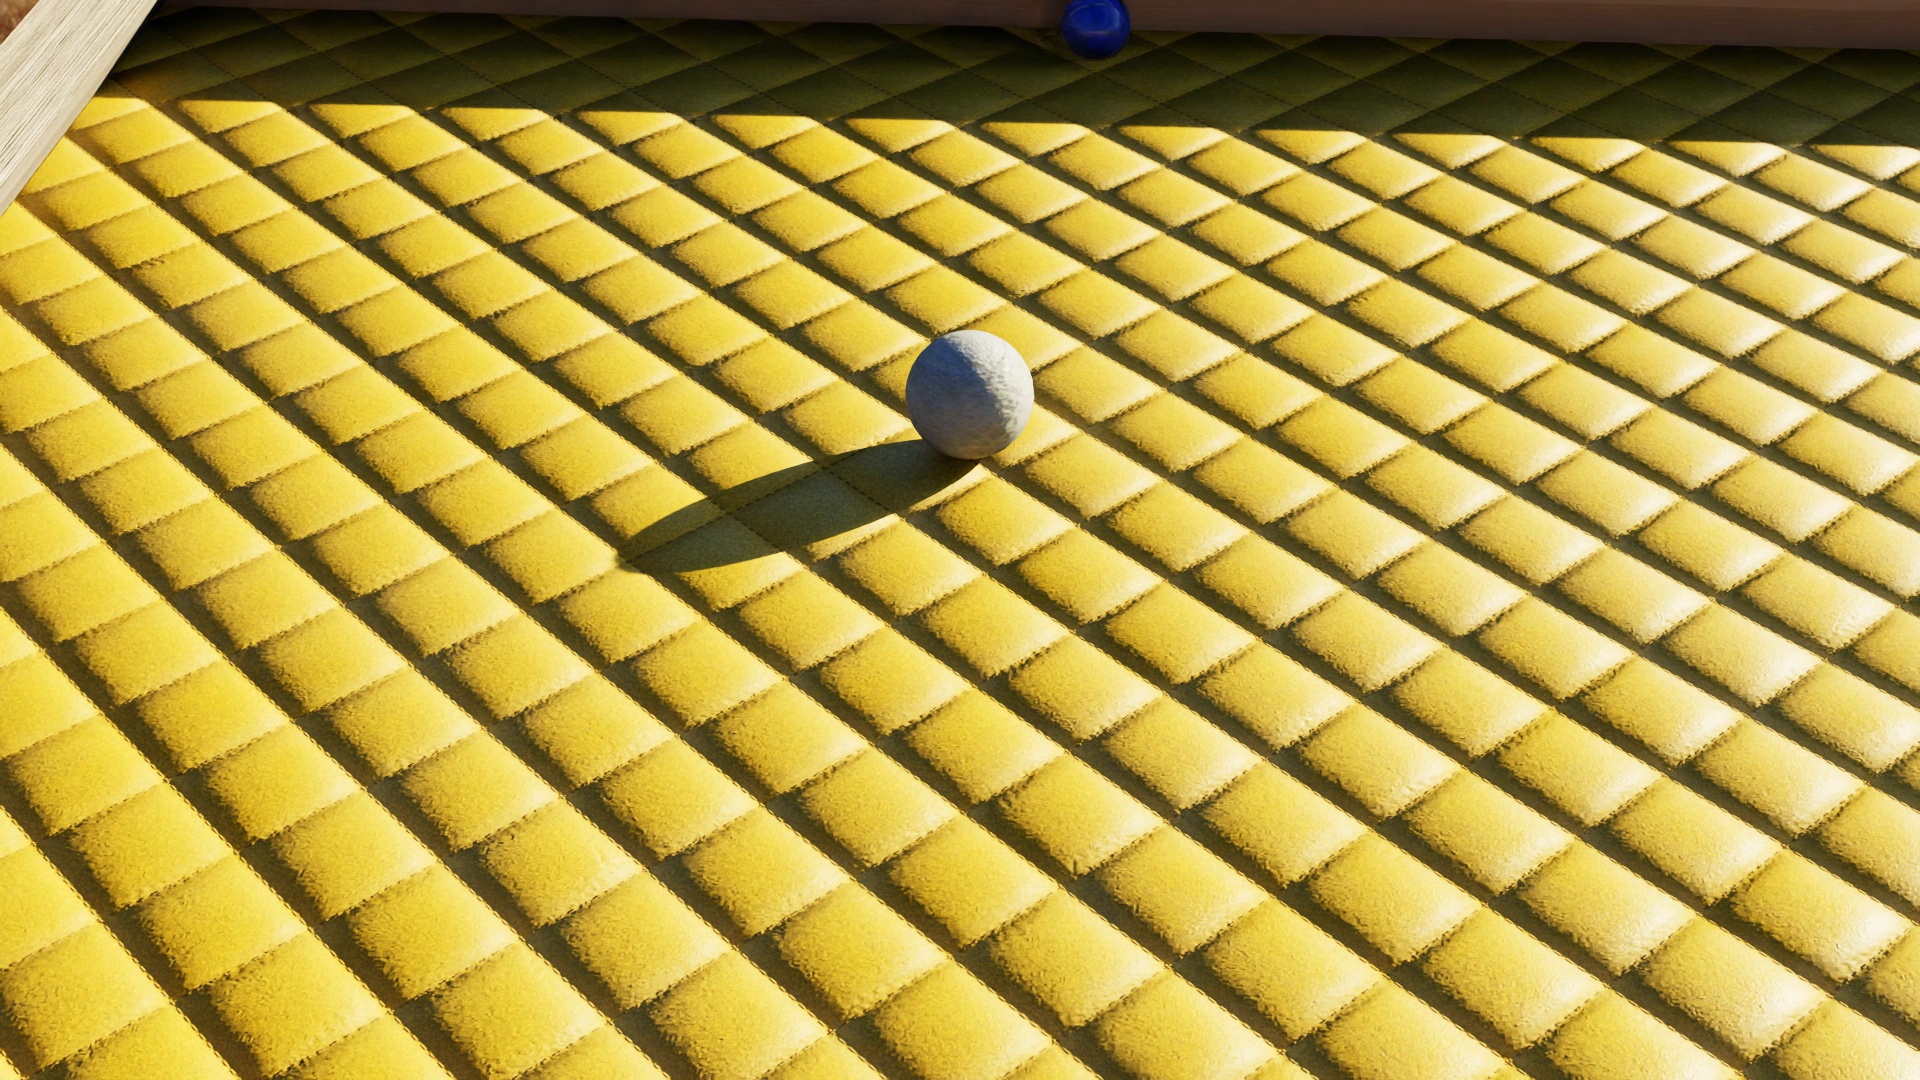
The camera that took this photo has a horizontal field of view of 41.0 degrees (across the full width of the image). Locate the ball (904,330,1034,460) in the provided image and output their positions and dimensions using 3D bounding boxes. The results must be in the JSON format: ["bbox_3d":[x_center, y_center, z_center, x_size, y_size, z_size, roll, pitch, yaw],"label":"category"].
[{"bbox_3d":[0.007,-0.107,1.887,0.095,0.095,0.095,0,35,0],"label":"ball"}]

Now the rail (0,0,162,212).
[{"bbox_3d":[-0.834,-0.051,1.783,0.045,0.124,1.854,2,36,3],"label":"rail"}]

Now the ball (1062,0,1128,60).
[{"bbox_3d":[0.129,-0.492,2.455,0.064,0.064,0.064,0,35,0],"label":"ball"}]

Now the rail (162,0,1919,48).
[{"bbox_3d":[0.913,-0.514,2.433,3.439,0.124,0.045,2,36,3],"label":"rail"}]
